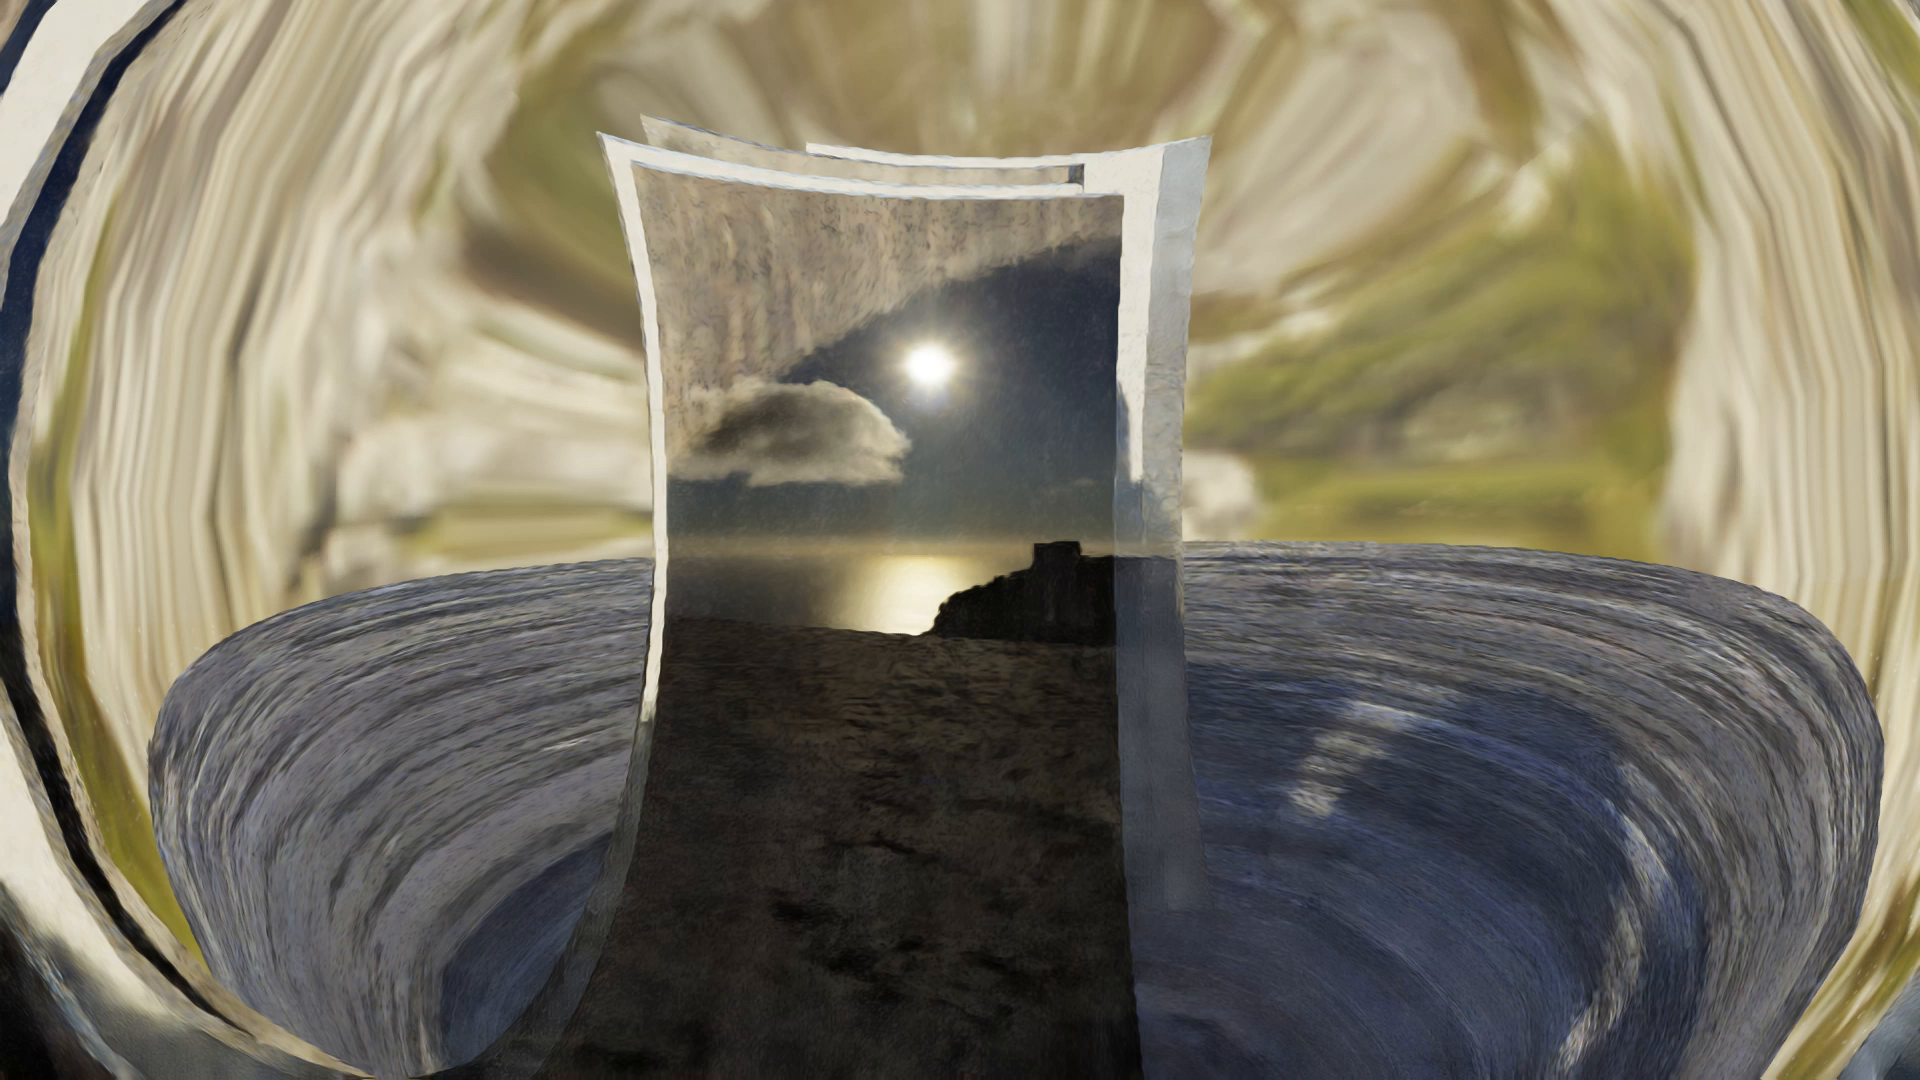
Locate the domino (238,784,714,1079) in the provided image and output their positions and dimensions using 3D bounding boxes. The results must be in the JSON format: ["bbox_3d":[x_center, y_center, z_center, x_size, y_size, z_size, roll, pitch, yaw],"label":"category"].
[{"bbox_3d":[-0.032,0.030,0.098,0.025,0.010,0.050,-1,4,-10],"label":"domino"}]

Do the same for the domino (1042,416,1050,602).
[{"bbox_3d":[0.011,-0.008,0.347,0.025,0.050,0.009,2,5,20],"label":"domino"}]

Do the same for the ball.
[{"bbox_3d":[0.002,-0.001,0.052,0.080,0.080,0.080,0,4,0],"label":"ball"}]

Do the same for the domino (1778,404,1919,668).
[{"bbox_3d":[0.176,-0.001,0.250,0.025,0.050,0.010,1,5,19],"label":"domino"}]

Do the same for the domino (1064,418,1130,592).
[{"bbox_3d":[0.040,-0.011,0.380,0.009,0.050,0.025,-1,5,-19],"label":"domino"}]

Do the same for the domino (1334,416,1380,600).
[{"bbox_3d":[0.114,-0.009,0.360,0.010,0.050,0.025,3,5,35],"label":"domino"}]

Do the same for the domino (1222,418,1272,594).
[{"bbox_3d":[0.085,-0.011,0.377,0.010,0.050,0.025,2,5,22],"label":"domino"}]

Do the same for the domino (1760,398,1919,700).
[{"bbox_3d":[0.151,0.001,0.224,0.010,0.050,0.025,-2,5,-29],"label":"domino"}]

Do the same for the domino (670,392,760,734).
[{"bbox_3d":[-0.038,0.003,0.199,0.010,0.050,0.025,0,4,-2],"label":"domino"}]

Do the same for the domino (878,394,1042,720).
[{"bbox_3d":[0.000,0.002,0.201,0.025,0.050,0.010,0,4,0],"label":"domino"}]

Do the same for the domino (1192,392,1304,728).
[{"bbox_3d":[0.045,0.002,0.203,0.010,0.050,0.025,0,4,-4],"label":"domino"}]

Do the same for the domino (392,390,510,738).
[{"bbox_3d":[-0.077,0.003,0.196,0.009,0.050,0.025,-1,4,-7],"label":"domino"}]

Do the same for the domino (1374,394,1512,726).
[{"bbox_3d":[0.076,0.002,0.205,0.010,0.050,0.025,0,4,-5],"label":"domino"}]

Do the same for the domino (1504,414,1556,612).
[{"bbox_3d":[0.144,-0.007,0.334,0.025,0.050,0.009,-4,6,-42],"label":"domino"}]

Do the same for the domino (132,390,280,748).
[{"bbox_3d":[-0.111,0.003,0.191,0.009,0.050,0.025,-1,4,-11],"label":"domino"}]

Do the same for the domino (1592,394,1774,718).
[{"bbox_3d":[0.118,0.002,0.211,0.010,0.050,0.025,-1,4,-14],"label":"domino"}]
